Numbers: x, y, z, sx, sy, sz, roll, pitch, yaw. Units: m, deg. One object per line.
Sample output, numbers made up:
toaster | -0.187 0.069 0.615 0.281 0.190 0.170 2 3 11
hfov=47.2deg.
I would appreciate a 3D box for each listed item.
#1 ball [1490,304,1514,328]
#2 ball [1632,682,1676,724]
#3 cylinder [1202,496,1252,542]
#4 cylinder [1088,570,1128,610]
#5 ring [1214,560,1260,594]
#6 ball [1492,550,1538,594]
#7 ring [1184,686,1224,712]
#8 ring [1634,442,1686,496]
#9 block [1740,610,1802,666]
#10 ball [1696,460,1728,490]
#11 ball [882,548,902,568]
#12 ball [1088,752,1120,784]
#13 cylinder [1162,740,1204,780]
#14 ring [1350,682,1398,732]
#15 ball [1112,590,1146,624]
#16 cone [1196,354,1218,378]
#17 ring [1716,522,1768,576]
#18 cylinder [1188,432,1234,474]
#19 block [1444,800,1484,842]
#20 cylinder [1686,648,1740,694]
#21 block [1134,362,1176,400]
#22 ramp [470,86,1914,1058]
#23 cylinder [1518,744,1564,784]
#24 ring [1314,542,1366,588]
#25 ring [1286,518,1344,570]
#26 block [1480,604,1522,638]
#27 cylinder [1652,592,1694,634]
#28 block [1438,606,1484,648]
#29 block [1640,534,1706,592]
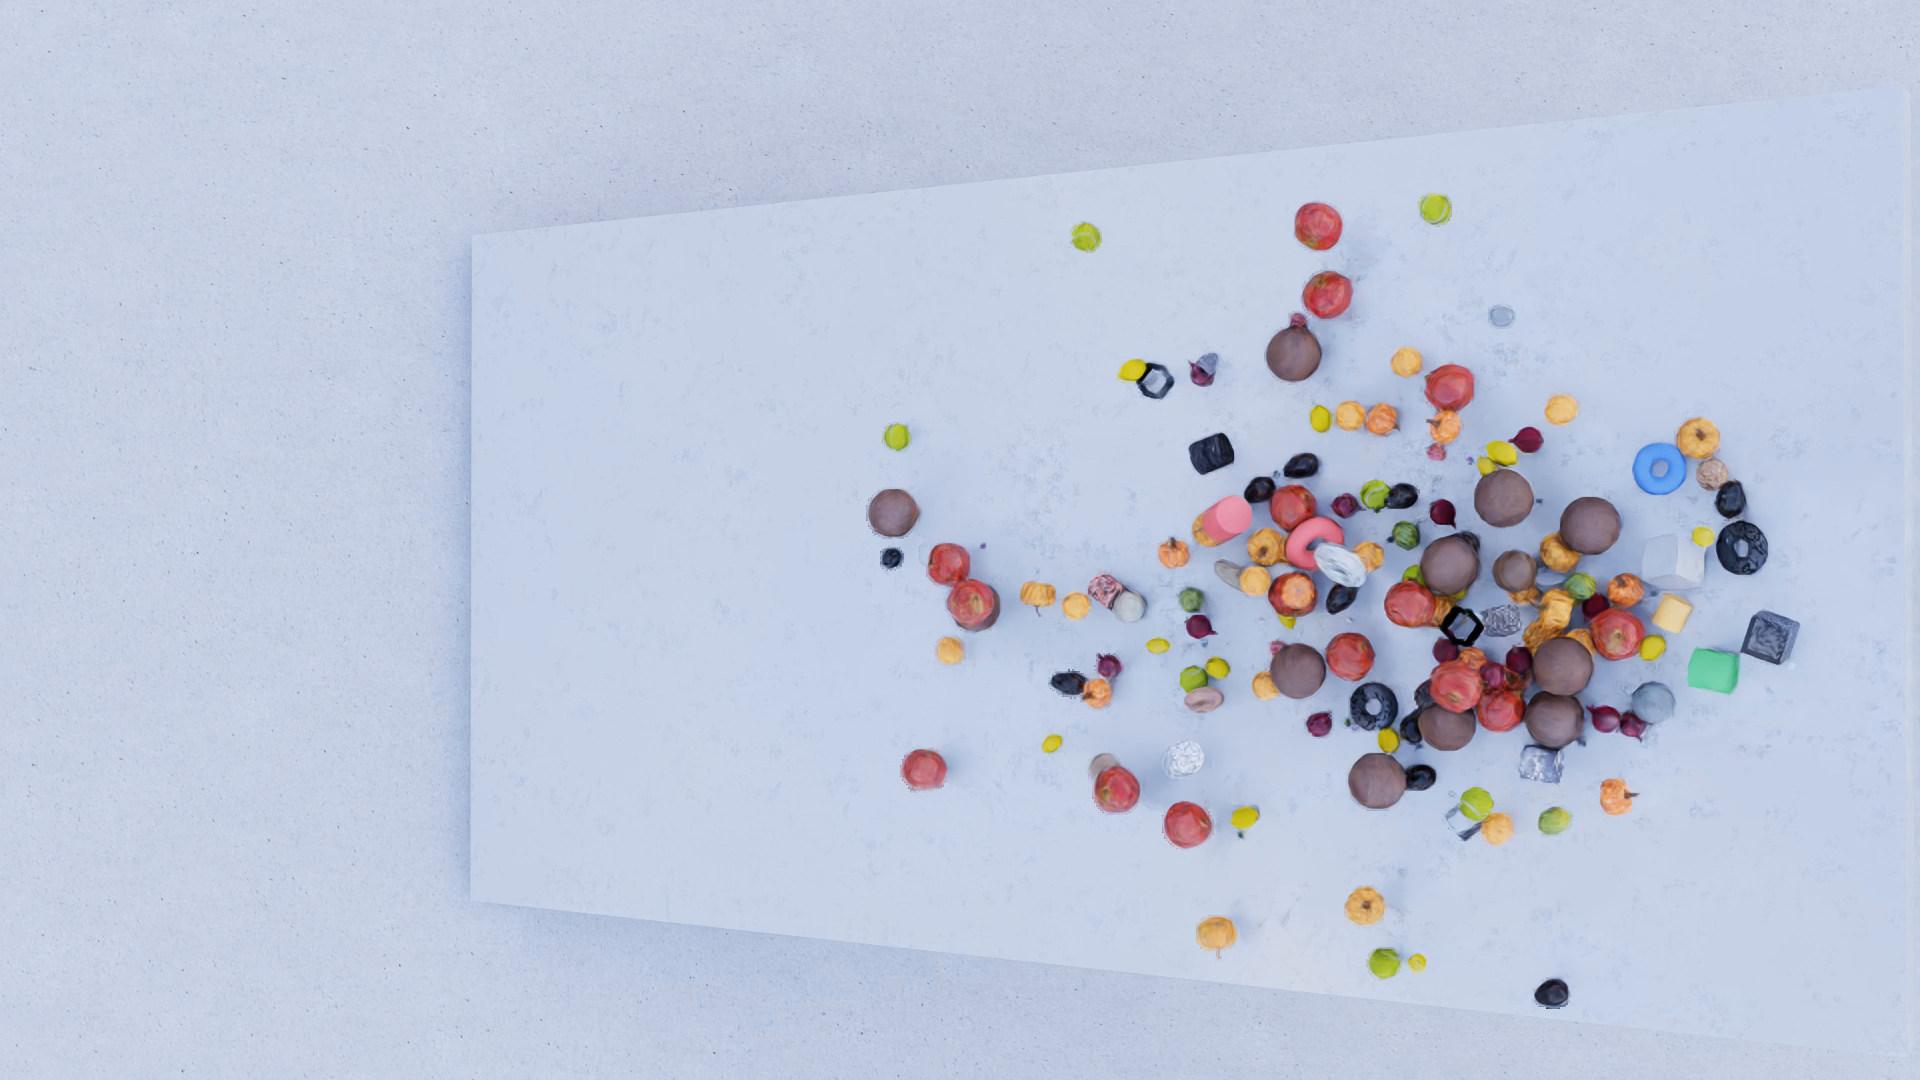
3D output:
ball | 1.217 -0.505 4.942 0.053 0.053 0.053 0 89 0
ball | 1.494 0.350 4.739 0.091 0.091 0.091 0 89 0
cylinder | 0.635 -0.050 5.231 0.093 0.093 0.093 3 77 -15
cylinder | 0.365 0.125 5.447 0.070 0.070 0.070 38 90 26
ring | 0.656 0.088 5.212 0.123 0.123 0.041 30 99 0
ball | 1.216 0.068 4.818 0.096 0.096 0.096 0 89 0
ring | 0.589 0.384 5.298 0.097 0.097 0.032 -5 59 0
ring | 1.516 -0.155 4.765 0.116 0.039 0.116 -1 89 35
block | 1.702 0.204 4.616 0.082 0.082 0.082 22 110 30
ball | 1.605 -0.139 4.694 0.067 0.067 0.067 0 89 0
ball | -0.181 0.048 5.791 0.054 0.054 0.054 0 89 0
ball | 0.358 0.566 5.444 0.078 0.078 0.078 0 89 0
cylinder | 0.537 0.530 5.308 0.082 0.082 0.082 3 74 -11
ring | 0.959 0.387 5.101 0.116 0.039 0.116 -1 89 31
ball | 0.417 0.165 5.409 0.081 0.081 0.081 0 89 0
cone | 0.603 -0.411 5.288 0.055 0.055 0.055 -24 123 0
ring | 1.659 0.018 4.665 0.039 0.116 0.116 -7 89 -39
cylinder | 0.606 -0.208 5.298 0.080 0.080 0.080 -22 89 29
block | 1.136 0.634 4.957 0.056 0.056 0.056 -39 52 8
cylinder | 1.603 0.278 4.680 0.086 0.086 0.086 12 89 31
block | 0.477 -0.388 5.375 0.061 0.061 0.061 -53 47 31
ramp | 0.264 0.073 5.609 4.000 0.100 2.000 0 89 31
cylinder | 1.289 0.497 4.875 0.077 0.077 0.077 7 89 31
ring | 0.855 0.055 4.939 0.131 0.131 0.044 40 73 0
ring | 0.828 0.009 5.126 0.143 0.048 0.143 -9 128 -11
block | 1.189 0.178 4.826 0.058 0.058 0.058 -3 77 -22
cylinder | 1.534 0.158 4.735 0.065 0.065 0.065 23 104 0
block | 1.126 0.195 4.931 0.060 0.060 0.060 46 74 -24
block | 1.523 0.049 4.698 0.090 0.090 0.090 21 70 -32
